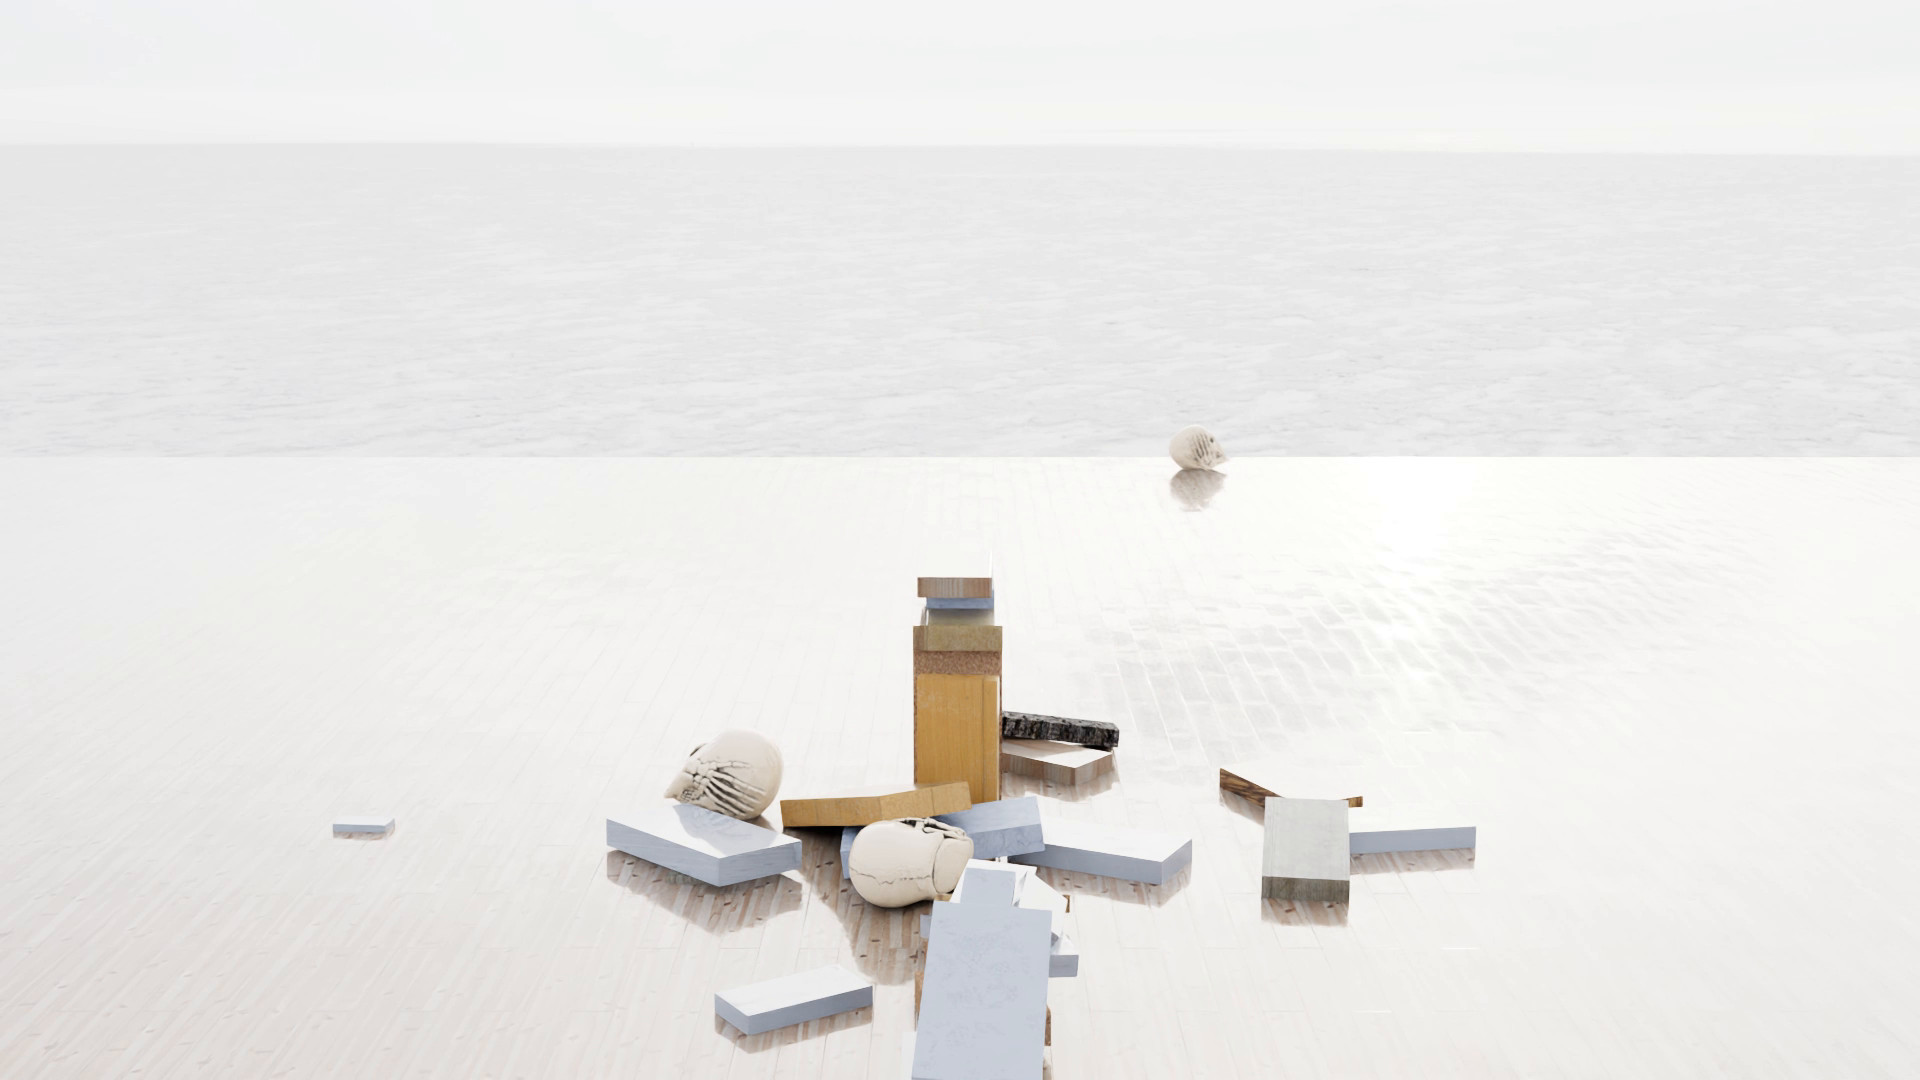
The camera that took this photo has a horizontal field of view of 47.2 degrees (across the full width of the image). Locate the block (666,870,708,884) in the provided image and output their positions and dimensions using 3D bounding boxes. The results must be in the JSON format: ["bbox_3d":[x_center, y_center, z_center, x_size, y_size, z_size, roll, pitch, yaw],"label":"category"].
[{"bbox_3d":[-0.444,0.570,3.737,0.099,0.014,0.049,1,11,5],"label":"block"}]

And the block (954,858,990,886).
[{"bbox_3d":[0.021,0.561,3.719,0.049,0.014,0.098,-7,20,8],"label":"block"}]

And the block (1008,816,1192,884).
[{"bbox_3d":[0.244,0.538,3.834,0.289,0.041,0.144,5,12,26],"label":"block"}]

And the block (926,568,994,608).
[{"bbox_3d":[0.001,0.087,4.240,0.128,0.036,0.257,0,11,0],"label":"block"}]

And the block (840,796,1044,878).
[{"bbox_3d":[-0.030,0.513,3.808,0.344,0.049,0.172,-8,9,1],"label":"block"}]

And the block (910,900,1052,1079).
[{"bbox_3d":[0.032,0.604,2.870,0.162,0.046,0.324,4,33,3],"label":"block"}]

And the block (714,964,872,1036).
[{"bbox_3d":[-0.241,0.665,3.187,0.205,0.029,0.103,-7,13,-33],"label":"block"}]

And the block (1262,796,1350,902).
[{"bbox_3d":[0.592,0.527,3.765,0.144,0.041,0.289,2,20,9],"label":"block"}]

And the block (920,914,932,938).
[{"bbox_3d":[0.022,0.592,3.345,0.119,0.034,0.238,1,-7,-13],"label":"block"}]

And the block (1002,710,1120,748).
[{"bbox_3d":[0.194,0.387,4.526,0.256,0.036,0.128,7,2,-2],"label":"block"}]

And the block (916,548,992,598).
[{"bbox_3d":[-0.007,0.062,4.167,0.138,0.039,0.275,0,11,1],"label":"block"}]

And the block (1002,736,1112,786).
[{"bbox_3d":[0.161,0.436,4.397,0.257,0.036,0.128,8,13,37],"label":"block"}]

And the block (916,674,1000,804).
[{"bbox_3d":[-0.003,0.388,3.965,0.144,0.289,0.041,1,11,6],"label":"block"}]

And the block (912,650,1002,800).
[{"bbox_3d":[-0.004,0.352,4.058,0.163,0.326,0.046,0,11,0],"label":"block"}]

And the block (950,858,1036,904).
[{"bbox_3d":[0.047,0.519,3.202,0.103,0.029,0.205,6,12,8],"label":"block"}]

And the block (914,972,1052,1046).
[{"bbox_3d":[0.027,0.647,3.049,0.162,0.046,0.324,0,-1,-4],"label":"block"}]

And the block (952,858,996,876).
[{"bbox_3d":[0.024,0.559,3.797,0.049,0.014,0.098,3,11,17],"label":"block"}]

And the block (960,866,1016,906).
[{"bbox_3d":[0.035,0.519,3.090,0.072,0.021,0.145,4,35,6],"label":"block"}]

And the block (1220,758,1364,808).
[{"bbox_3d":[0.626,0.476,4.175,0.138,0.039,0.275,-5,12,-26],"label":"block"}]

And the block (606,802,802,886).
[{"bbox_3d":[-0.448,0.526,3.822,0.172,0.049,0.344,-6,10,-41],"label":"block"}]

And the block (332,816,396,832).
[{"bbox_3d":[-1.088,0.519,4.014,0.099,0.014,0.050,1,11,6],"label":"block"}]

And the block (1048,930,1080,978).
[{"bbox_3d":[0.080,0.564,3.154,0.119,0.034,0.238,1,13,-14],"label":"block"}]

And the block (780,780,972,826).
[{"bbox_3d":[-0.155,0.468,3.893,0.172,0.049,0.402,-6,-4,-30],"label":"block"}]

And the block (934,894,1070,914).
[{"bbox_3d":[0.068,0.576,3.485,0.103,0.029,0.205,-5,-9,44],"label":"block"}]

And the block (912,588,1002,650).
[{"bbox_3d":[-0.005,0.147,4.138,0.163,0.046,0.326,0,11,0],"label":"block"}]

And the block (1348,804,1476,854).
[{"bbox_3d":[0.749,0.519,3.946,0.318,0.039,0.138,-2,11,-9],"label":"block"}]

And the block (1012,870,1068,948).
[{"bbox_3d":[0.113,0.525,3.134,0.072,0.021,0.145,37,13,-1],"label":"block"}]

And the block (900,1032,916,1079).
[{"bbox_3d":[0.004,0.721,2.838,0.162,0.046,0.324,0,11,-1],"label":"block"}]

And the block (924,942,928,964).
[{"bbox_3d":[0.033,0.615,3.242,0.119,0.034,0.238,1,-7,-15],"label":"block"}]
